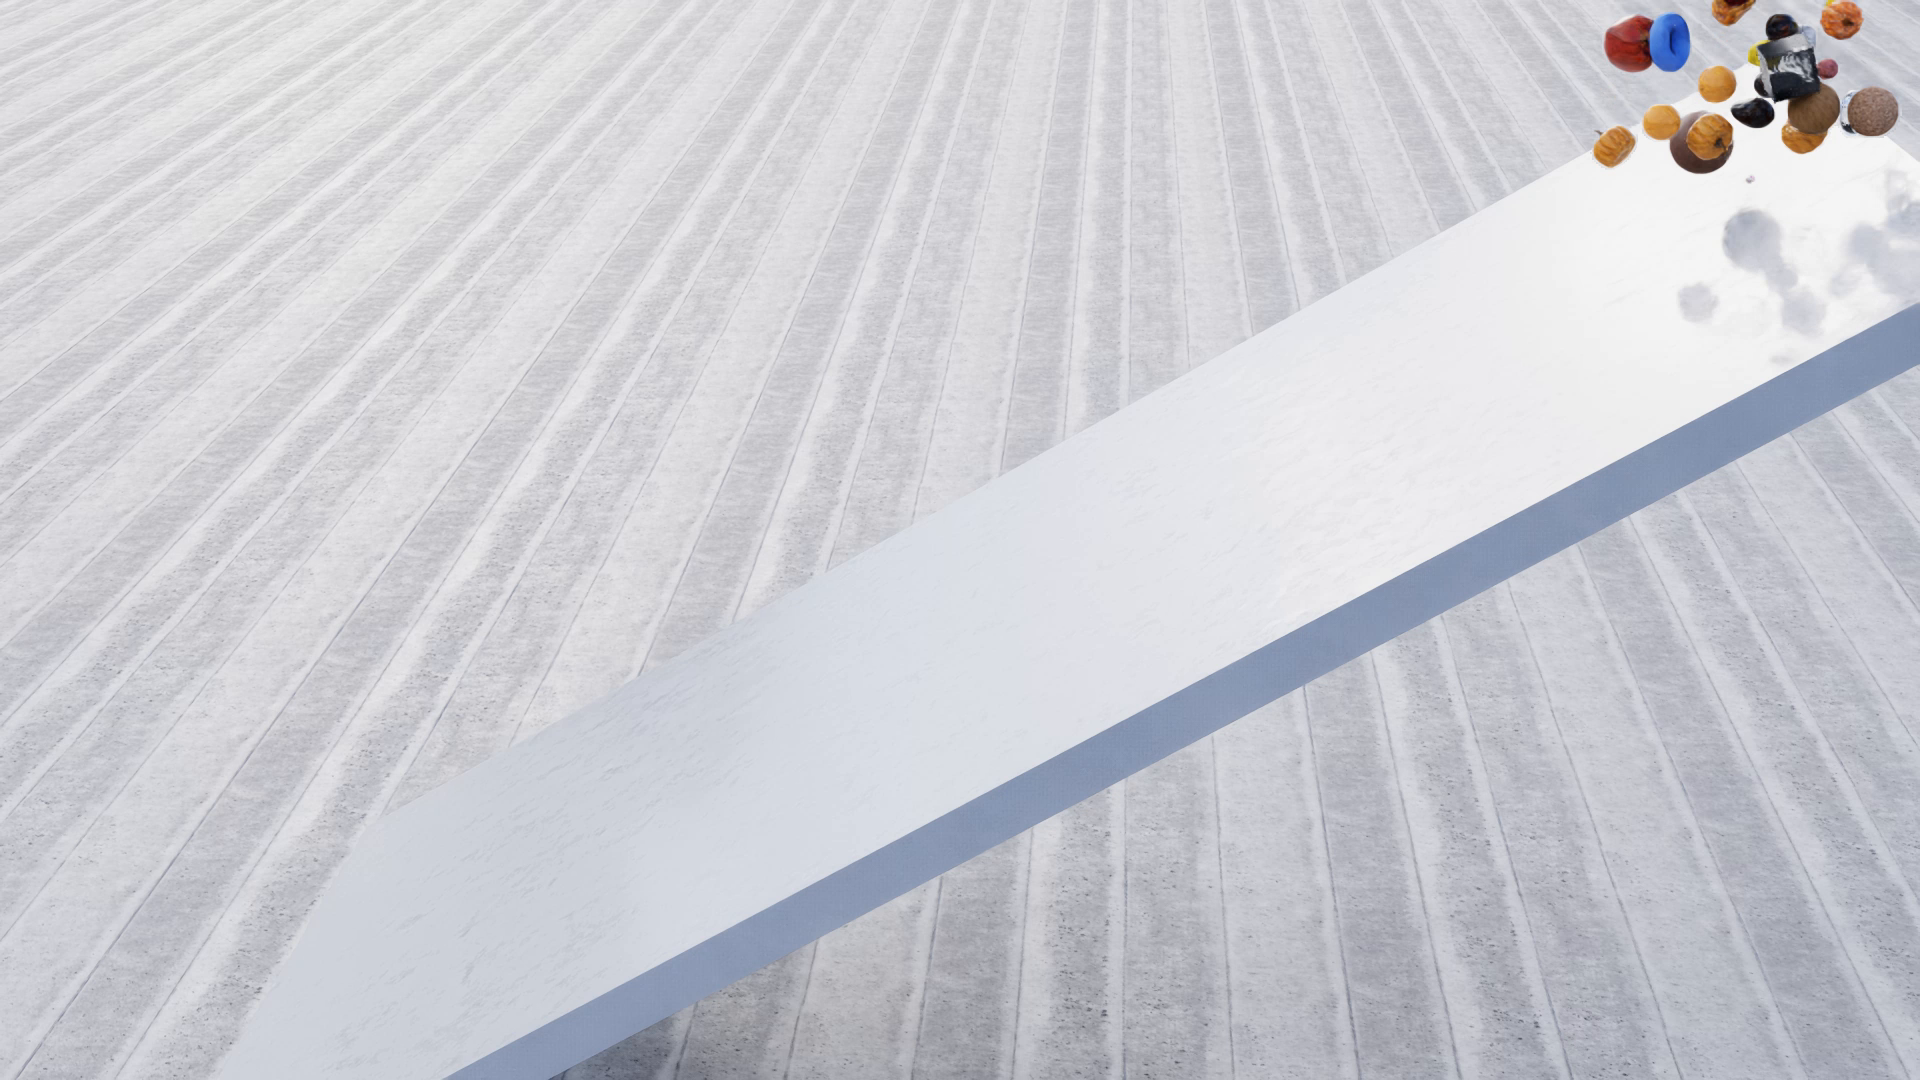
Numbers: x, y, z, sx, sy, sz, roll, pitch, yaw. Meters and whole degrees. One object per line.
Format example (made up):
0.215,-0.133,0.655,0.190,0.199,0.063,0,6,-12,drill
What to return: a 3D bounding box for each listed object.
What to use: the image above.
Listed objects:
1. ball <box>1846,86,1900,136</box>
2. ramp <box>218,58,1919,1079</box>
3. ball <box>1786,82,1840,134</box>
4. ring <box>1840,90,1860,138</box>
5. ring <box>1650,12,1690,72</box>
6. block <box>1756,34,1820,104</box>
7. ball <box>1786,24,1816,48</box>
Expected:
1.727,-0.810,5.563,0.094,0.094,0.094,0,19,0,ball
0.142,0.168,6.287,4.000,0.100,2.000,-29,15,12,ramp
1.616,-0.818,5.569,0.098,0.098,0.098,0,19,0,ball
1.747,-0.833,5.744,0.031,0.093,0.093,7,19,42,ring
1.377,-0.966,5.707,0.039,0.116,0.116,4,16,45,ring
1.554,-0.885,5.518,0.087,0.087,0.087,-15,26,9,block
1.685,-1.004,5.889,0.060,0.060,0.060,0,19,0,ball
